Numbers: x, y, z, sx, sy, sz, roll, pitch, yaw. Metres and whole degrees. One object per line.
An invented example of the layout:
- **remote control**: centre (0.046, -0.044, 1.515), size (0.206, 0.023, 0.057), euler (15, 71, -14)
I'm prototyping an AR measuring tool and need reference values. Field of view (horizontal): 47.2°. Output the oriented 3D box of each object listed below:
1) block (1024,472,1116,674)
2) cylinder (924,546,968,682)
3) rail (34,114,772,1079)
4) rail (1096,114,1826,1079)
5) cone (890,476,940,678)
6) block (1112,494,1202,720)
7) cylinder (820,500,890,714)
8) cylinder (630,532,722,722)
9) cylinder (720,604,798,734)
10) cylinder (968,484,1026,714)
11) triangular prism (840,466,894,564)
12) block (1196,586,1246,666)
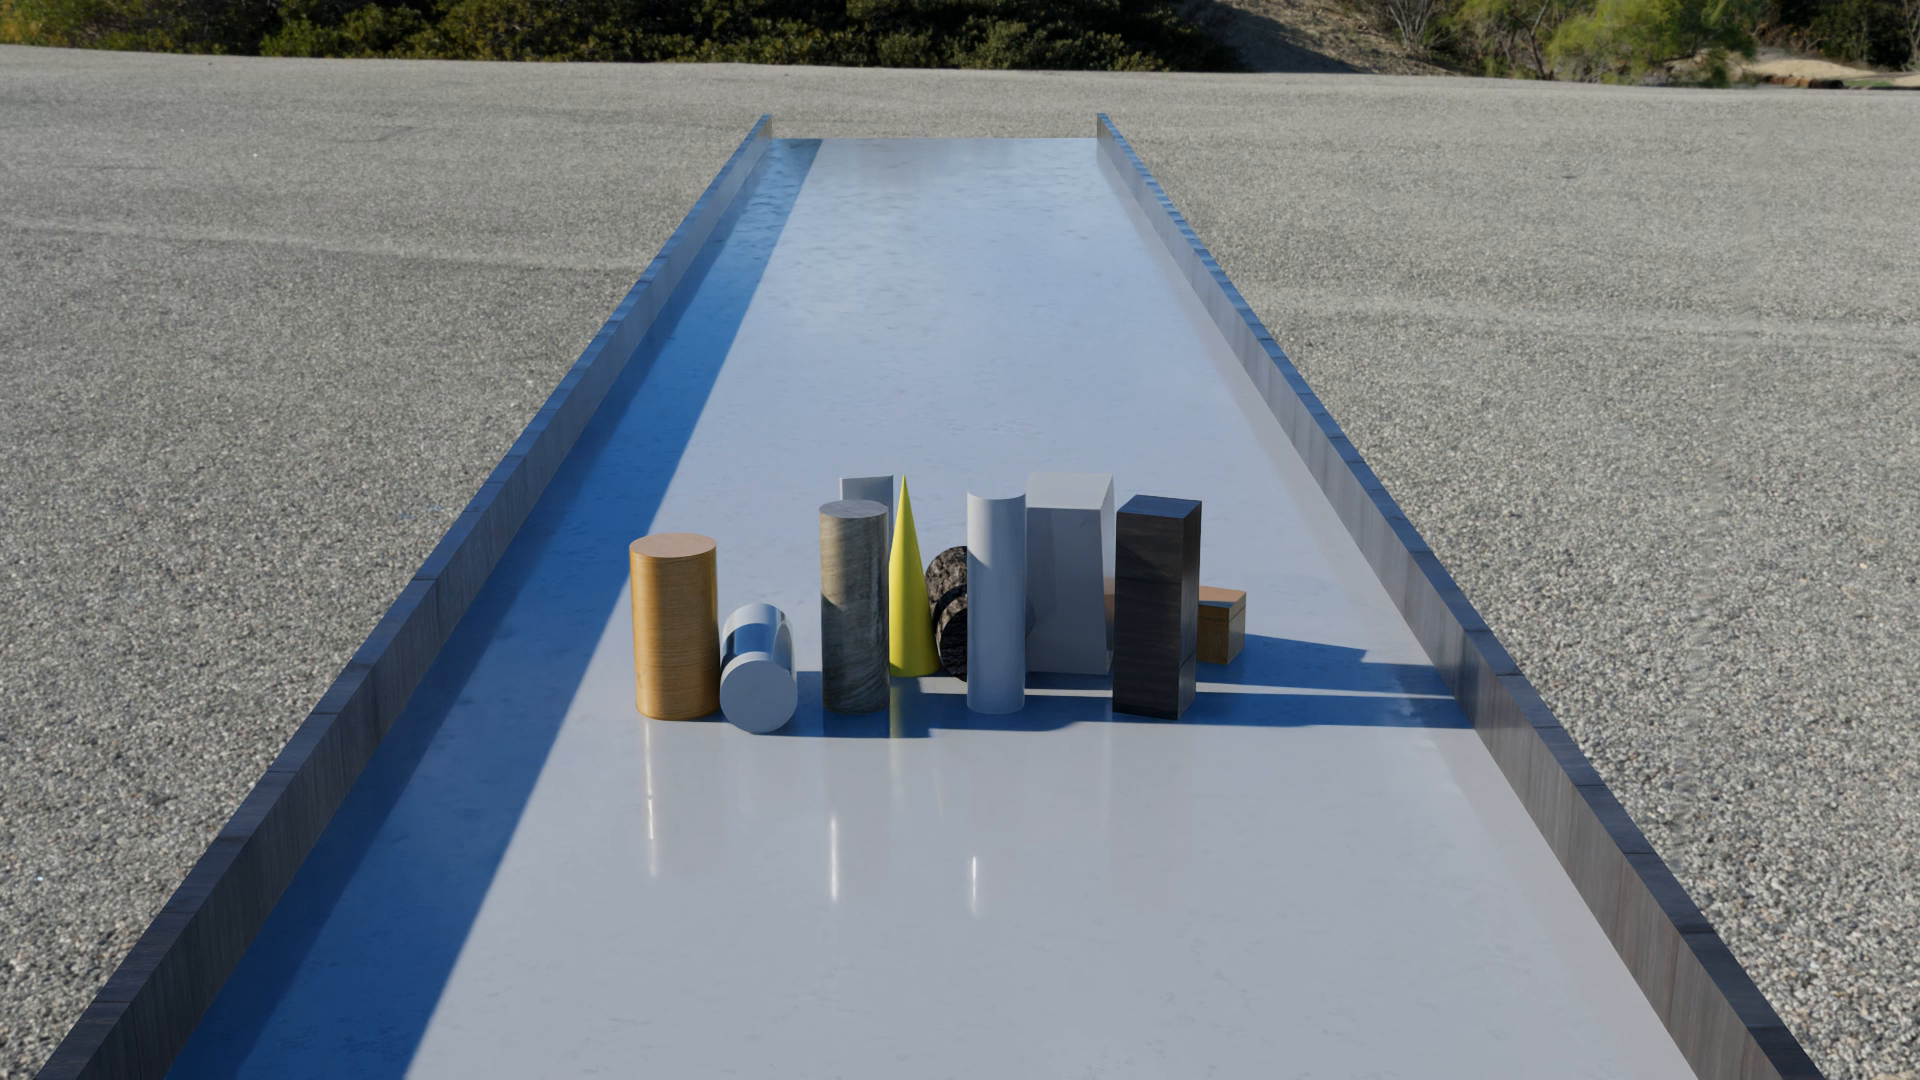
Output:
- **block**: centre (0.215, 0.065, 4.327), size (0.162, 0.361, 0.162), euler (2, 27, 13)
- **cylinder**: centre (0.025, 0.147, 4.440), size (0.167, 0.167, 0.390), euler (-2, 17, -5)
- **rail**: centre (-1.118, -0.838, 7.780), size (0.050, 0.150, 12.000), euler (0, 17, -1)
- **rail**: centre (0.932, -0.844, 7.801), size (0.050, 0.150, 12.000), euler (0, 17, -1)
- **cone**: centre (-0.107, 0.058, 4.327), size (0.136, 0.401, 0.136), euler (0, 17, 0)
- **block**: centre (0.369, 0.125, 4.118), size (0.127, 0.392, 0.127), euler (6, 18, 20)
- **cylinder**: centre (-0.197, 0.126, 4.130), size (0.129, 0.384, 0.129), euler (0, 17, 0)
- **cylinder**: centre (-0.532, 0.162, 4.124), size (0.161, 0.319, 0.161), euler (0, 17, 0)
- **cylinder**: centre (-0.382, 0.239, 4.173), size (0.142, 0.142, 0.334), euler (-1, 17, -5)
- **cylinder**: centre (0.068, 0.111, 4.119), size (0.109, 0.419, 0.109), euler (0, 17, 0)
- **triangular prism**: centre (-0.205, 0.001, 4.685), size (0.111, 0.306, 0.097), euler (-4, 17, -12)
- **block**: centre (0.377, 0.155, 4.498), size (0.392, 0.119, 0.119), euler (7, 18, 22)
